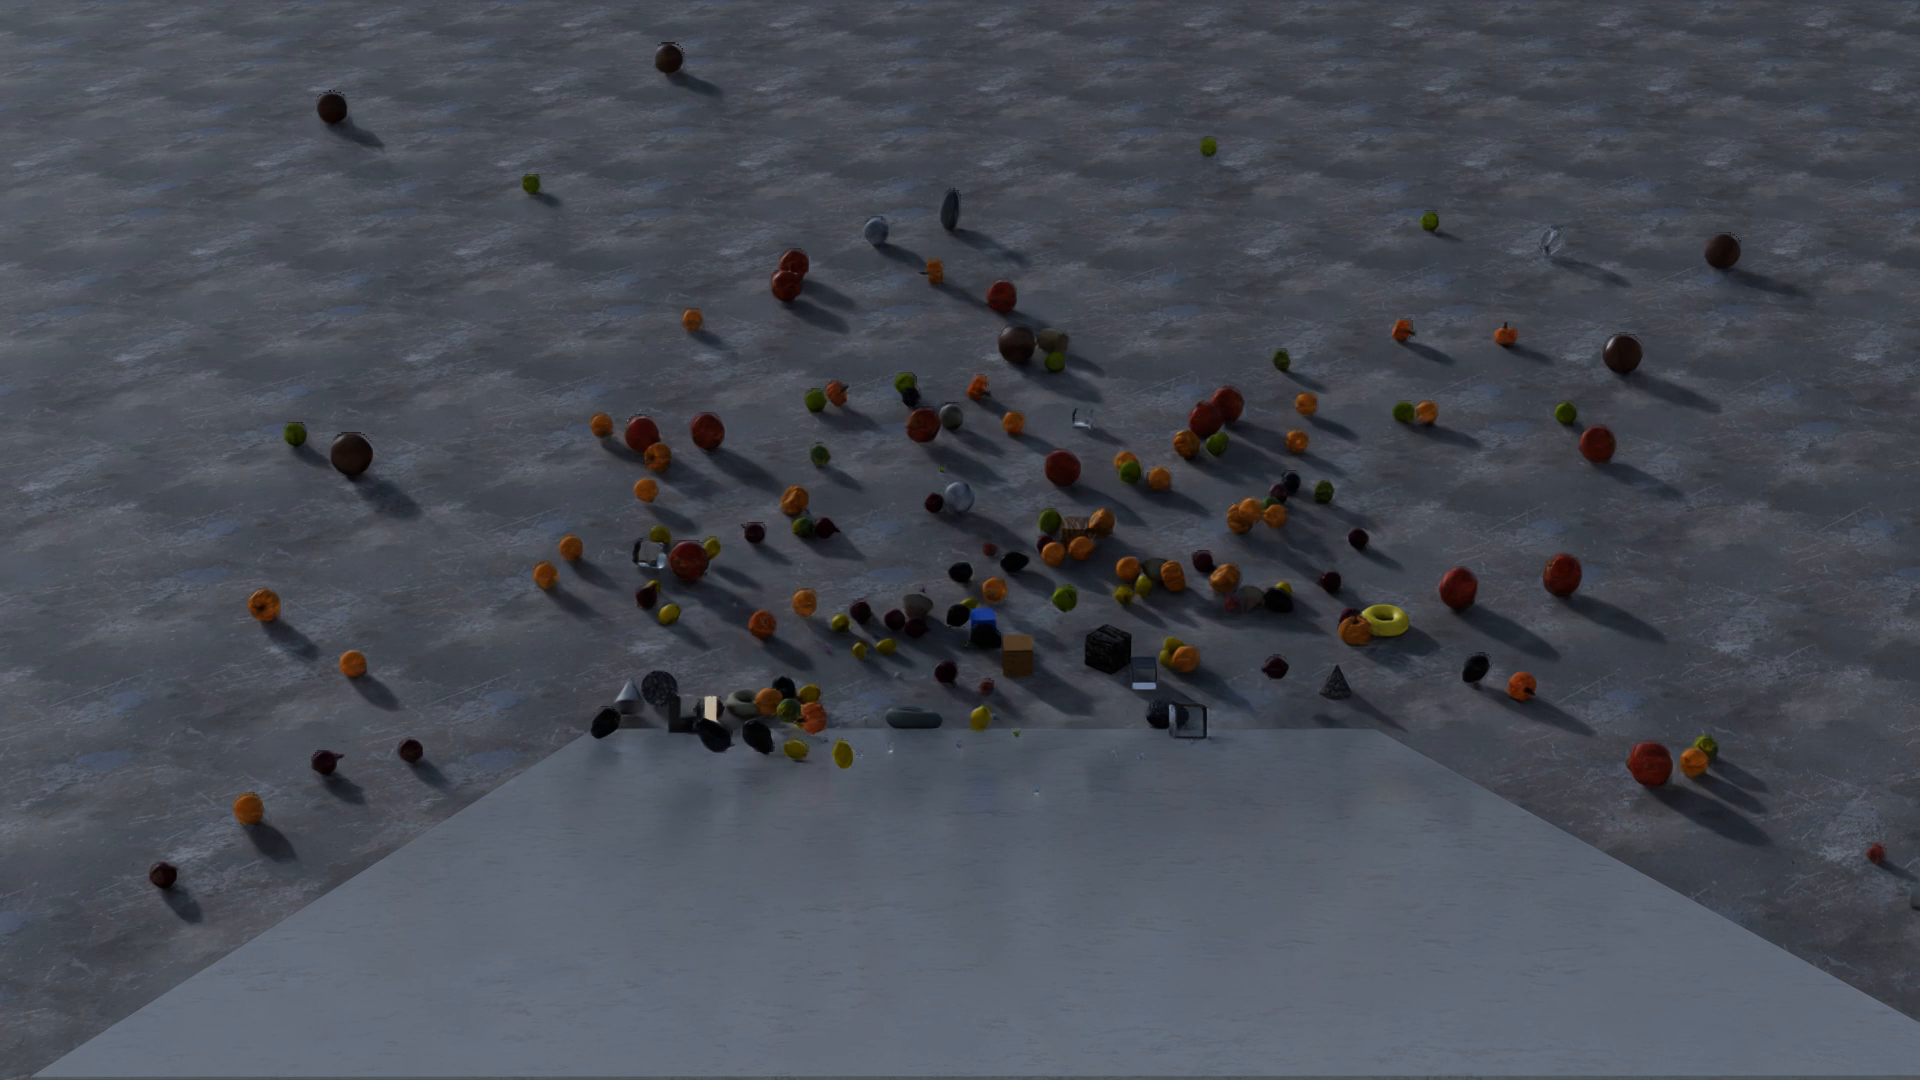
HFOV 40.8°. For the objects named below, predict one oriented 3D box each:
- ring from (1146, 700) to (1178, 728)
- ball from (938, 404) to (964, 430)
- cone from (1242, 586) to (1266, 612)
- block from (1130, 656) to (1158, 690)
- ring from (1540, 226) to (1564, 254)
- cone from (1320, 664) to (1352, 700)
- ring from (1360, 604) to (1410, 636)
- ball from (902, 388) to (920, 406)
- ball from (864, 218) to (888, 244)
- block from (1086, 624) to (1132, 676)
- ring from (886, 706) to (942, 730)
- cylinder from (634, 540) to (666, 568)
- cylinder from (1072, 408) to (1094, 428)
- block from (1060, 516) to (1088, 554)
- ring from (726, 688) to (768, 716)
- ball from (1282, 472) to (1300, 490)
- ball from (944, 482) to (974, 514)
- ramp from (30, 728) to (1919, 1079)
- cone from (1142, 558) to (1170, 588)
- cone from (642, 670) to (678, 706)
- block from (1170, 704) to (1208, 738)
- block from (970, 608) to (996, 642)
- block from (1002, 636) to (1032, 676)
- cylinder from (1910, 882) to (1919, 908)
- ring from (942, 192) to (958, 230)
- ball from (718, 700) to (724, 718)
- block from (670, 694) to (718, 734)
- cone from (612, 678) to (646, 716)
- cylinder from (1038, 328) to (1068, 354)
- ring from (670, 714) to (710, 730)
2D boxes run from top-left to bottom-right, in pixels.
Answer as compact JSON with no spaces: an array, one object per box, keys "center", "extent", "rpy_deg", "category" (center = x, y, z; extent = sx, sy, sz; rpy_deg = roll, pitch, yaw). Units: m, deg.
[{"center":[0.542,0.459,6.799],"extent":[0.109,0.036,0.109],"rpy_deg":[-1,29,0],"category":"ring"},{"center":[-0.029,-0.401,8.390],"extent":[0.082,0.082,0.082],"rpy_deg":[0,28,0],"category":"ball"},{"center":[0.823,0.179,7.336],"extent":[0.072,0.072,0.072],"rpy_deg":[11,56,19],"category":"cone"},{"center":[0.496,0.359,6.959],"extent":[0.064,0.064,0.064],"rpy_deg":[0,28,0],"category":"block"},{"center":[2.228,-1.129,9.733],"extent":[0.114,0.114,0.038],"rpy_deg":[-21,37,-34],"category":"ring"},{"center":[1.008,0.369,6.916],"extent":[0.087,0.087,0.087],"rpy_deg":[0,28,0],"category":"cone"},{"center":[1.190,0.226,7.234],"extent":[0.137,0.046,0.137],"rpy_deg":[0,29,0],"category":"ring"},{"center":[-0.163,-0.473,8.550],"extent":[0.062,0.062,0.062],"rpy_deg":[0,28,0],"category":"ball"},{"center":[-0.321,-1.177,9.858],"extent":[0.096,0.096,0.096],"rpy_deg":[0,28,0],"category":"ball"},{"center":[0.405,0.298,7.048],"extent":[0.089,0.089,0.089],"rpy_deg":[22,35,35],"category":"block"},{"center":[-0.120,0.465,6.733],"extent":[0.147,0.049,0.147],"rpy_deg":[5,4,0],"category":"ring"},{"center":[-0.906,0.041,7.552],"extent":[0.076,0.076,0.076],"rpy_deg":[7,29,14],"category":"cylinder"},{"center":[0.399,-0.396,8.411],"extent":[0.054,0.054,0.054],"rpy_deg":[20,32,14],"category":"cylinder"},{"center":[0.340,-0.016,7.657],"extent":[0.080,0.080,0.080],"rpy_deg":[1,28,2],"category":"block"},{"center":[-0.564,0.431,6.851],"extent":[0.112,0.037,0.112],"rpy_deg":[0,26,0],"category":"ring"},{"center":[1.027,-0.181,7.999],"extent":[0.056,0.056,0.056],"rpy_deg":[0,28,0],"category":"ball"},{"center":[-0.003,-0.128,7.854],"extent":[0.096,0.096,0.096],"rpy_deg":[0,28,0],"category":"ball"},{"center":[0.062,0.561,4.600],"extent":[2.000,0.100,4.000],"rpy_deg":[0,1,0],"category":"ramp"},{"center":[0.568,0.108,7.468],"extent":[0.082,0.082,0.082],"rpy_deg":[1,61,2],"category":"cone"},{"center":[-0.800,0.394,6.914],"extent":[0.097,0.097,0.097],"rpy_deg":[0,1,0],"category":"cone"},{"center":[0.562,0.447,6.367],"extent":[0.078,0.078,0.078],"rpy_deg":[0,1,-7],"category":"block"},{"center":[0.064,0.236,7.192],"extent":[0.066,0.066,0.066],"rpy_deg":[-2,28,-4],"category":"block"},{"center":[0.156,0.314,7.027],"extent":[0.080,0.080,0.080],"rpy_deg":[0,28,-1],"category":"block"},{"center":[2.263,0.840,6.048],"extent":[0.057,0.057,0.057],"rpy_deg":[23,35,37],"category":"cylinder"},{"center":[-0.038,-1.273,9.983],"extent":[0.050,0.149,0.149],"rpy_deg":[6,28,9],"category":"ring"},{"center":[-0.651,0.444,6.802],"extent":[0.058,0.058,0.058],"rpy_deg":[0,28,0],"category":"ball"},{"center":[-0.675,0.439,6.543],"extent":[0.089,0.089,0.089],"rpy_deg":[0,1,23],"category":"block"},{"center":[-0.872,0.402,6.814],"extent":[0.089,0.089,0.089],"rpy_deg":[0,59,-1],"category":"cone"},{"center":[0.321,-0.689,8.947],"extent":[0.076,0.076,0.076],"rpy_deg":[22,35,35],"category":"cylinder"},{"center":[-0.697,0.469,6.663],"extent":[0.104,0.035,0.104],"rpy_deg":[0,-1,0],"category":"ring"}]
